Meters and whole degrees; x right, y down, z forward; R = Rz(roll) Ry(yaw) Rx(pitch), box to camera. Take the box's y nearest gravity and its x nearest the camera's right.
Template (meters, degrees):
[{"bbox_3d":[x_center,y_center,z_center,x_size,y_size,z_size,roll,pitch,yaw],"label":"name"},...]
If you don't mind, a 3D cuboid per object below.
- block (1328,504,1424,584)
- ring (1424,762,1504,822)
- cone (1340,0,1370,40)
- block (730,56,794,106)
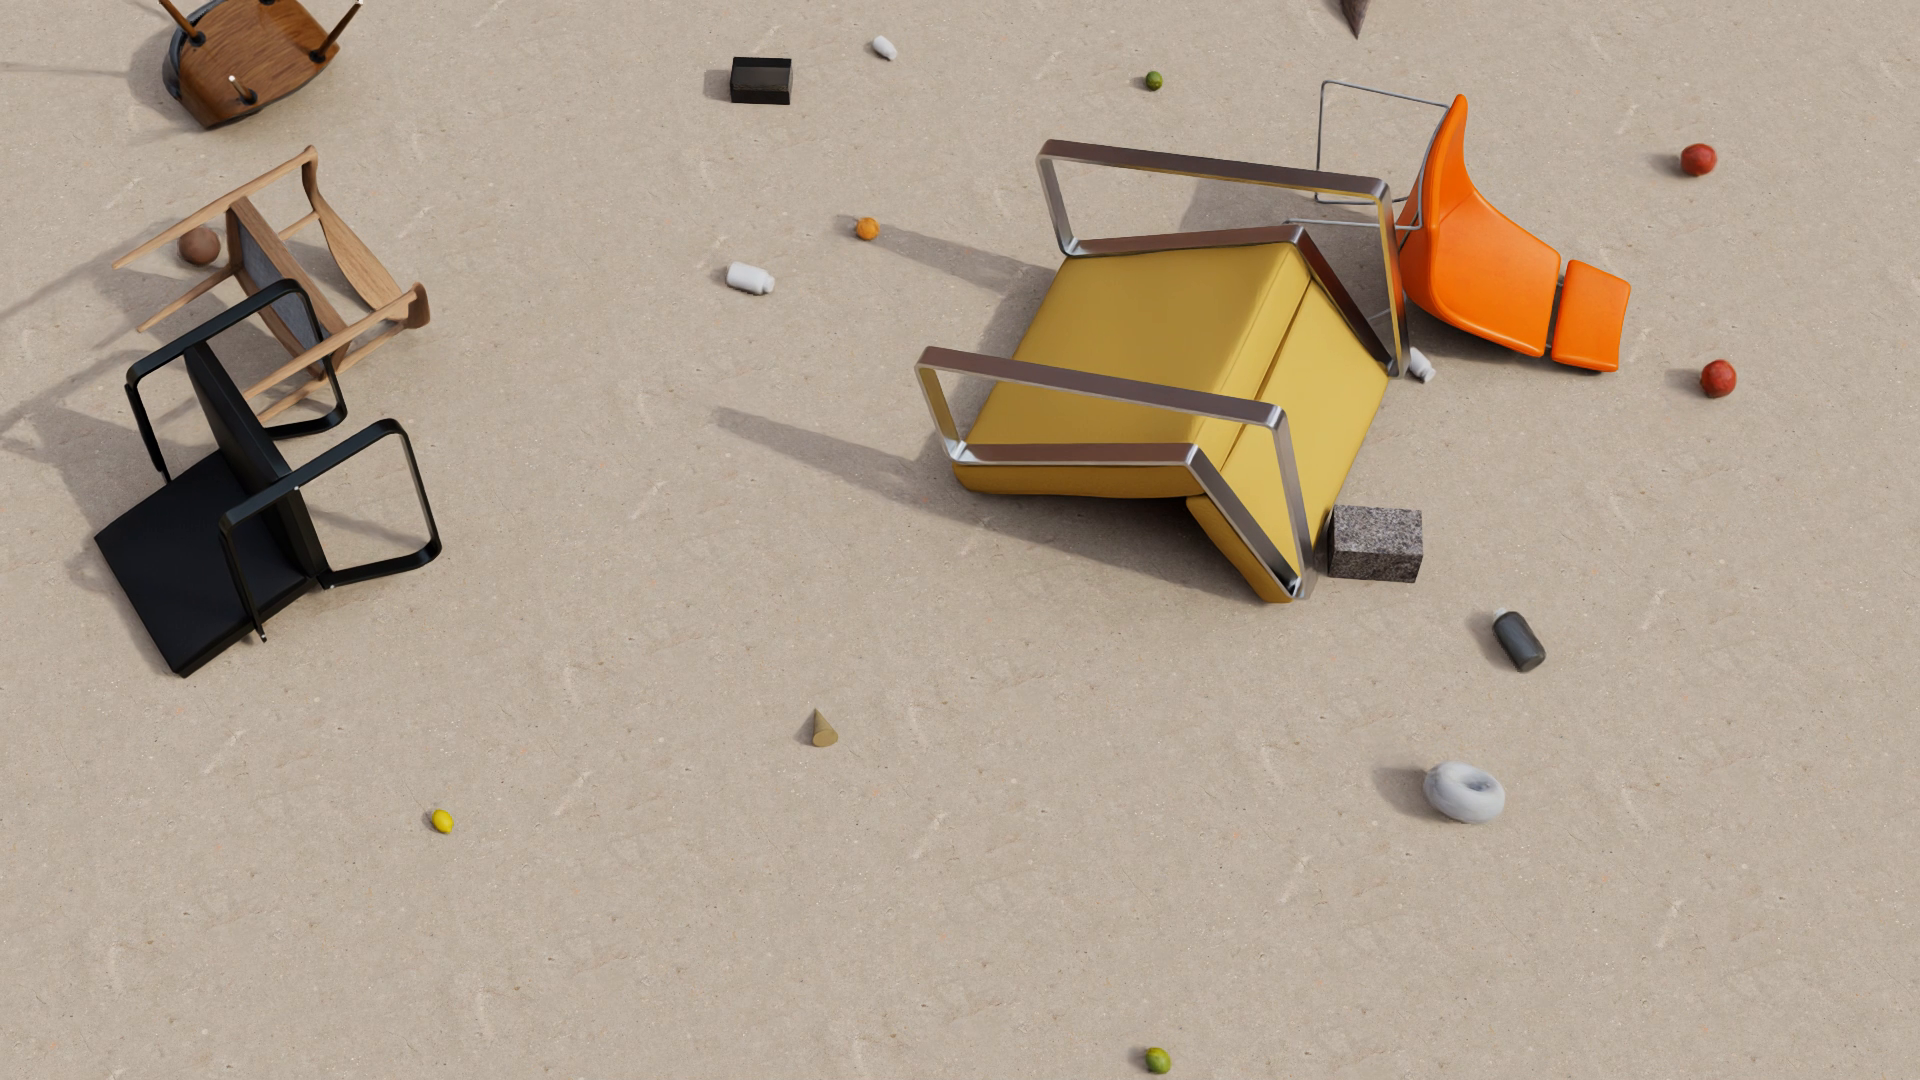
[{"bbox_3d":[1.221,0.012,6.478,0.255,0.146,0.162,4,56,3],"label":"block"},{"bbox_3d":[1.382,0.690,6.027,0.226,0.101,0.170,19,33,5],"label":"ring"},{"bbox_3d":[1.408,-1.911,7.793,0.130,0.264,0.311,13,73,-35],"label":"cone"},{"bbox_3d":[-0.683,-1.583,7.581,0.201,0.092,0.131,2,56,1],"label":"block"}]
